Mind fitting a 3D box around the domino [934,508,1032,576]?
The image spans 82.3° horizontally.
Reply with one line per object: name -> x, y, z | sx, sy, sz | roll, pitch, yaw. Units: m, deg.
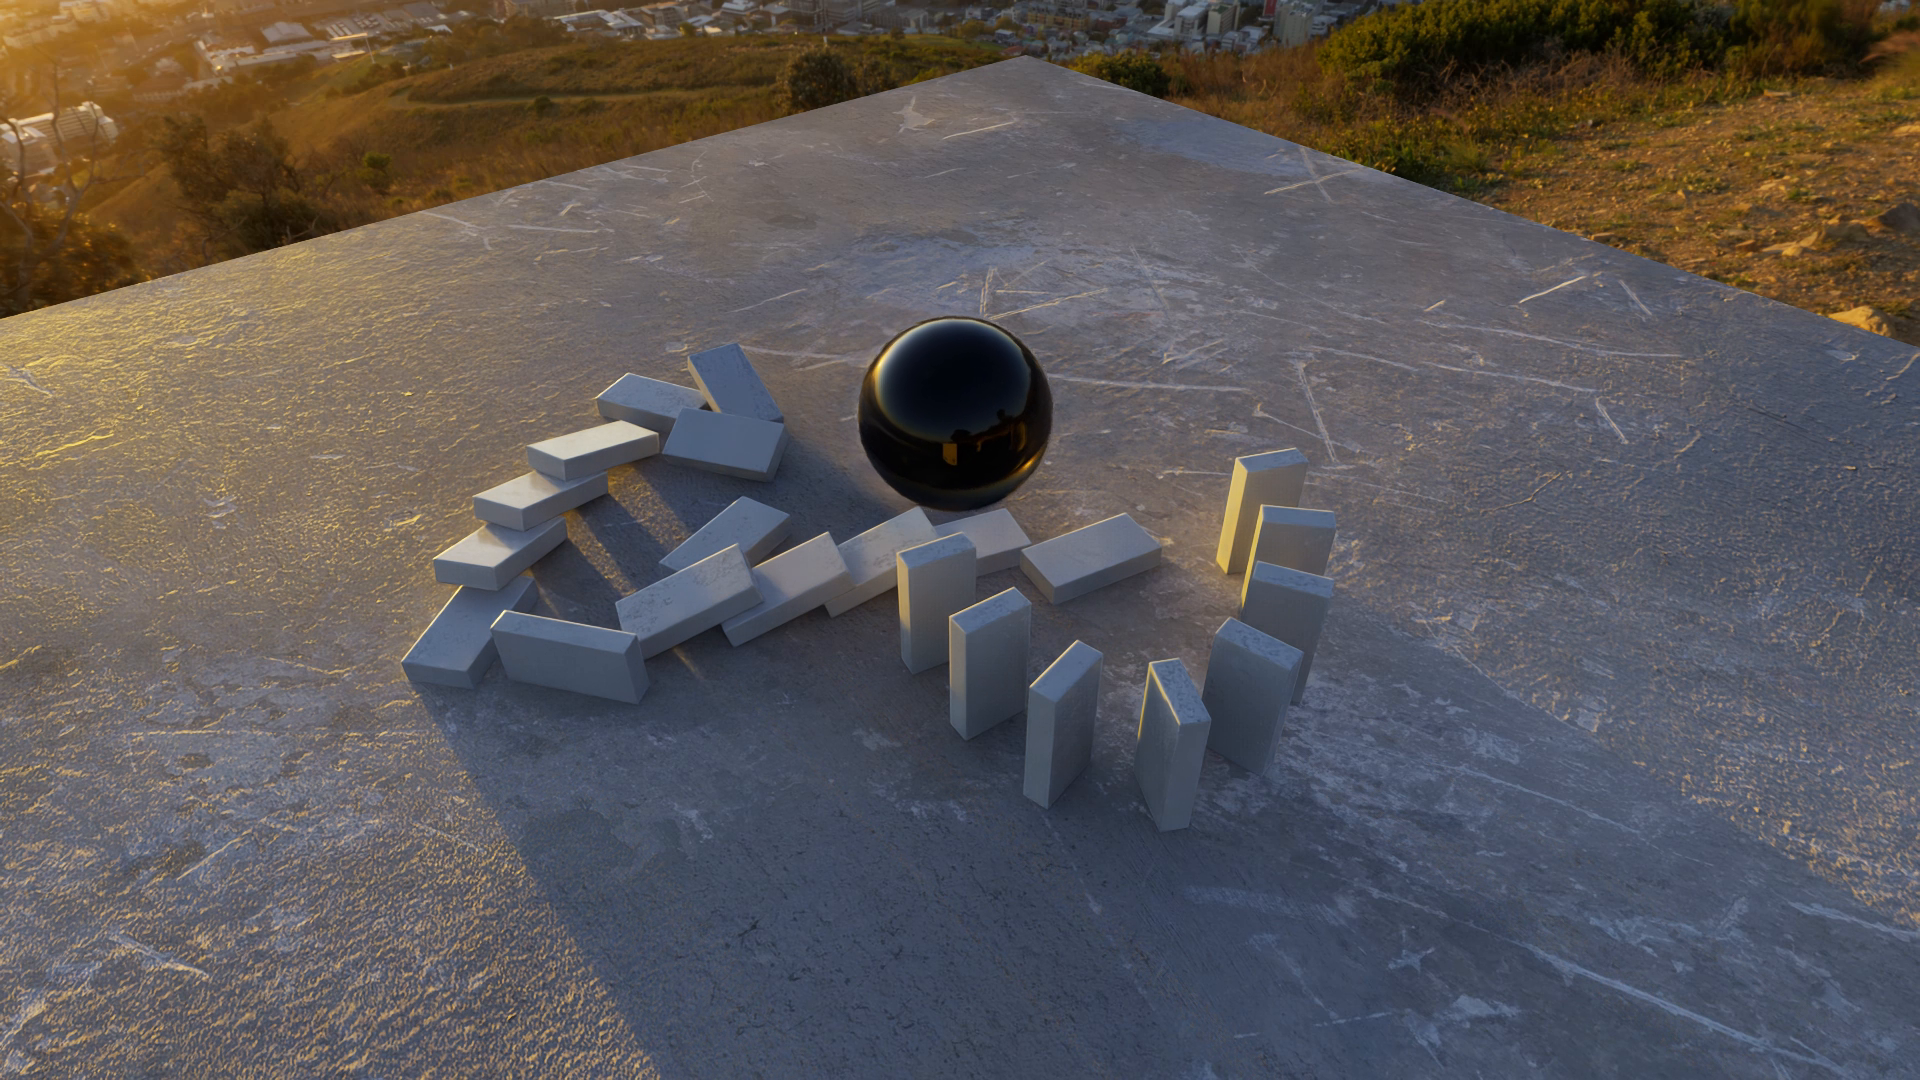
domino -> 0.001, 0.004, 0.439 | 0.050, 0.010, 0.025 | -15, 42, -17

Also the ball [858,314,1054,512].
ball -> -0.002, -0.052, 0.451 | 0.080, 0.080, 0.080 | 0, 39, 0

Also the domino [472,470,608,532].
domino -> -0.173, -0.019, 0.456 | 0.025, 0.009, 0.050 | 14, 26, 20

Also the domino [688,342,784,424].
domino -> -0.105, -0.069, 0.515 | 0.025, 0.009, 0.050 | -22, 64, -25

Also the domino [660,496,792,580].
domino -> -0.093, 0.003, 0.440 | 0.025, 0.010, 0.050 | 21, 44, 24

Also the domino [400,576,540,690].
domino -> -0.179, 0.032, 0.404 | 0.025, 0.010, 0.050 | 7, 40, 8

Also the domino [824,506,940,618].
domino -> -0.032, 0.008, 0.423 | 0.050, 0.010, 0.025 | -26, 44, -6

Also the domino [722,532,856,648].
domino -> -0.067, 0.018, 0.411 | 0.050, 0.009, 0.025 | -26, 44, -7

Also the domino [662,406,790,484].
domino -> -0.104, -0.042, 0.488 | 0.050, 0.010, 0.025 | 11, 66, 13

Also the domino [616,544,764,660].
domino -> -0.100, 0.023, 0.404 | 0.050, 0.009, 0.025 | -26, 46, -5

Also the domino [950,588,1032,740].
domino -> 0.010, 0.041, 0.361 | 0.025, 0.050, 0.009 | -23, 45, -25

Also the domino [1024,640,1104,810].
domino -> 0.032, 0.058, 0.341 | 0.010, 0.050, 0.025 | 27, 46, 29

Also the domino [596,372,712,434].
domino -> -0.144, -0.064, 0.522 | 0.050, 0.009, 0.025 | 15, 42, 18

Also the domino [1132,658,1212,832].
domino -> 0.064, 0.063, 0.335 | 0.009, 0.050, 0.025 | -8, 40, -10

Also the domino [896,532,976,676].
domino -> -0.008, 0.023, 0.384 | 0.025, 0.050, 0.009 | -18, 43, -21

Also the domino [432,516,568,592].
domino -> -0.178, 0.003, 0.429 | 0.025, 0.010, 0.050 | 8, 25, 9

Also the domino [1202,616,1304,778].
domino -> 0.091, 0.050, 0.350 | 0.025, 0.050, 0.010 | 27, 46, 29

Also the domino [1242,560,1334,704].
domino -> 0.108, 0.032, 0.373 | 0.025, 0.050, 0.010 | 15, 42, 17

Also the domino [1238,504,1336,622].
domino -> 0.118, 0.011, 0.398 | 0.025, 0.050, 0.009 | 6, 40, 7

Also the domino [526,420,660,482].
domino -> -0.159, -0.040, 0.480 | 0.025, 0.009, 0.050 | 20, 28, 30

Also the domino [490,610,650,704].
domino -> -0.135, 0.041, 0.382 | 0.050, 0.025, 0.009 | 9, 40, 11

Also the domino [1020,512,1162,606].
domino -> 0.052, 0.007, 0.435 | 0.050, 0.010, 0.025 | -19, 43, -22

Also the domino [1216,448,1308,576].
domino -> 0.116, -0.010, 0.424 | 0.025, 0.050, 0.010 | -10, 40, -12
